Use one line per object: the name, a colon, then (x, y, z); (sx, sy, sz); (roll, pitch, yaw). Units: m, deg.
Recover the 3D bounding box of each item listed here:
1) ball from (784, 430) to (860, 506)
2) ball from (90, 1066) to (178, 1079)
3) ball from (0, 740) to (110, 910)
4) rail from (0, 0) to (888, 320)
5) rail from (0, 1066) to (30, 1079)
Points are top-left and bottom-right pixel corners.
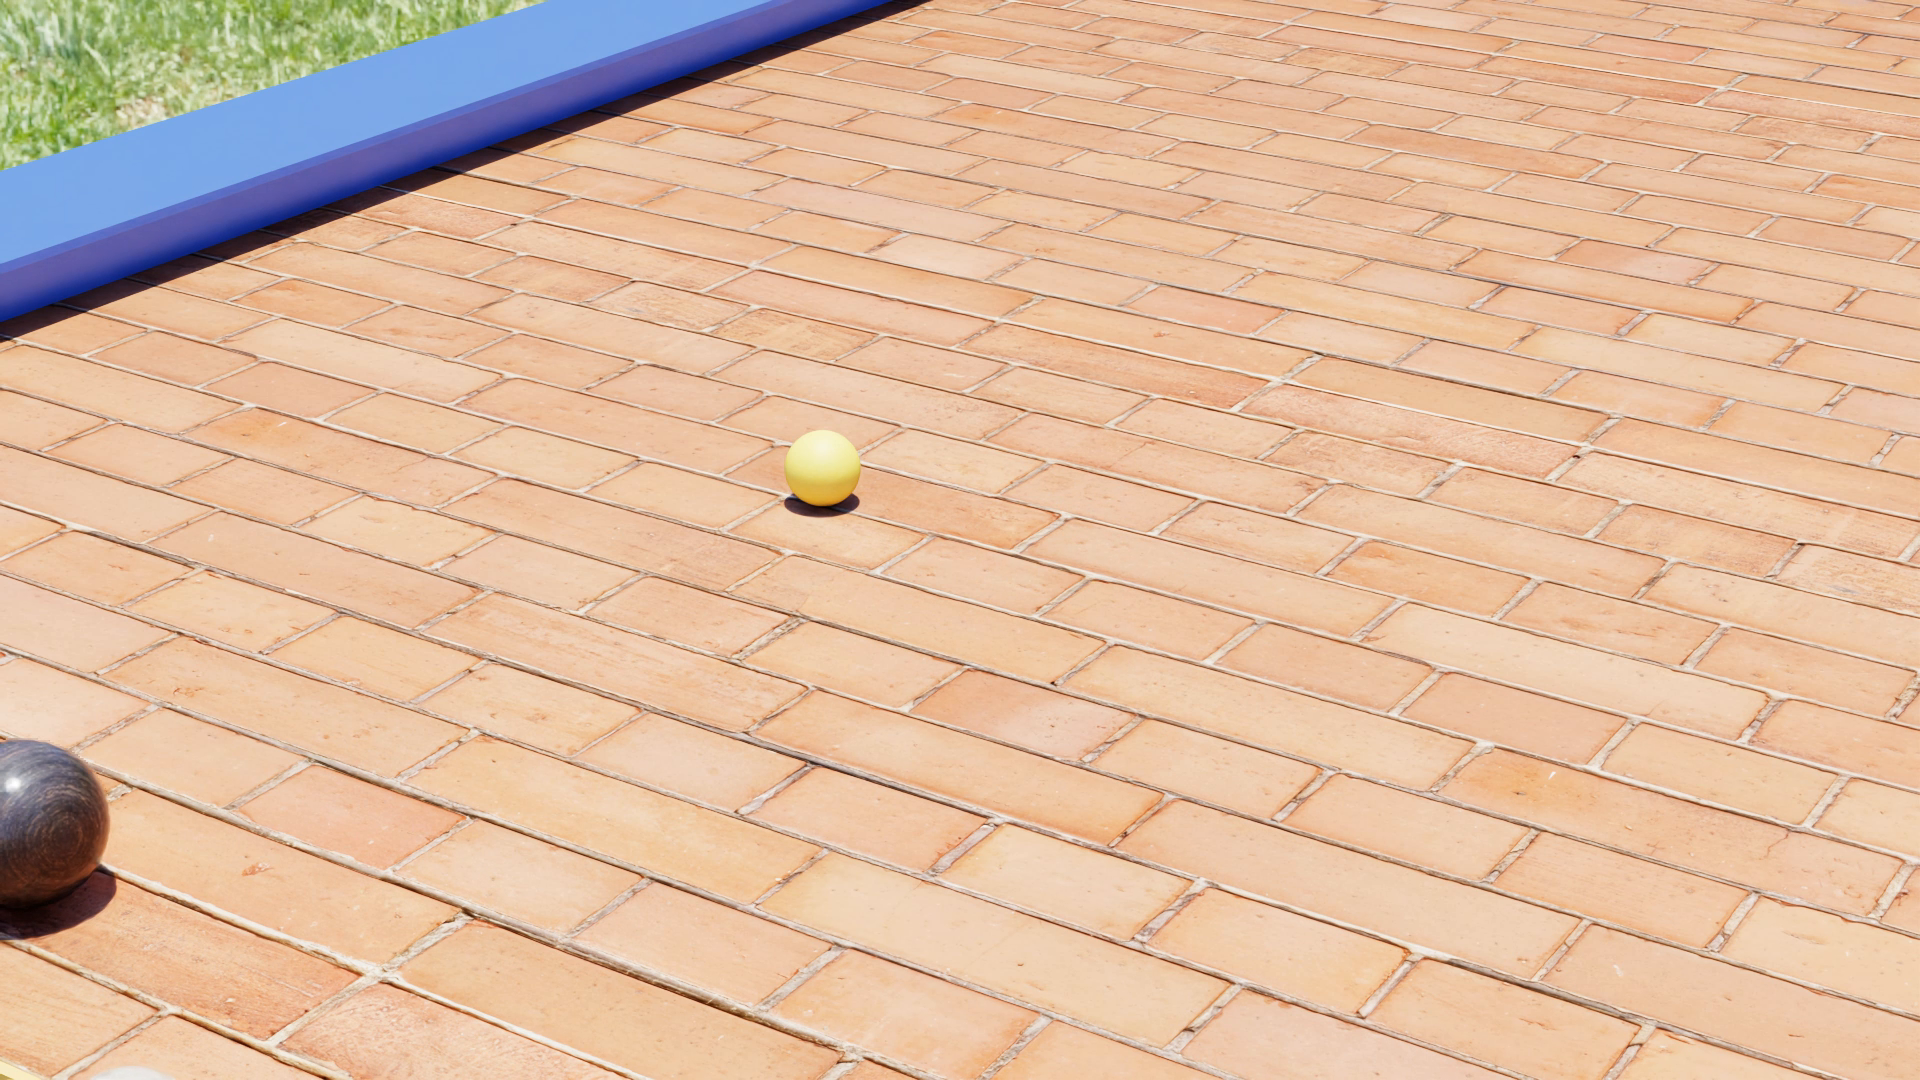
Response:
ball: (-0.095, -0.049, 2.032); (0.053, 0.053, 0.053); (0, 24, 0)
ball: (-0.368, 0.267, 1.303); (0.068, 0.068, 0.068); (0, 24, 0)
ball: (-0.492, 0.149, 1.541); (0.089, 0.089, 0.089); (0, 24, 0)
rail: (-0.323, -0.503, 2.964); (0.045, 0.120, 3.271); (15, 28, 30)
rail: (-0.430, 0.250, 1.276); (1.869, 0.120, 0.045); (15, 28, 30)
